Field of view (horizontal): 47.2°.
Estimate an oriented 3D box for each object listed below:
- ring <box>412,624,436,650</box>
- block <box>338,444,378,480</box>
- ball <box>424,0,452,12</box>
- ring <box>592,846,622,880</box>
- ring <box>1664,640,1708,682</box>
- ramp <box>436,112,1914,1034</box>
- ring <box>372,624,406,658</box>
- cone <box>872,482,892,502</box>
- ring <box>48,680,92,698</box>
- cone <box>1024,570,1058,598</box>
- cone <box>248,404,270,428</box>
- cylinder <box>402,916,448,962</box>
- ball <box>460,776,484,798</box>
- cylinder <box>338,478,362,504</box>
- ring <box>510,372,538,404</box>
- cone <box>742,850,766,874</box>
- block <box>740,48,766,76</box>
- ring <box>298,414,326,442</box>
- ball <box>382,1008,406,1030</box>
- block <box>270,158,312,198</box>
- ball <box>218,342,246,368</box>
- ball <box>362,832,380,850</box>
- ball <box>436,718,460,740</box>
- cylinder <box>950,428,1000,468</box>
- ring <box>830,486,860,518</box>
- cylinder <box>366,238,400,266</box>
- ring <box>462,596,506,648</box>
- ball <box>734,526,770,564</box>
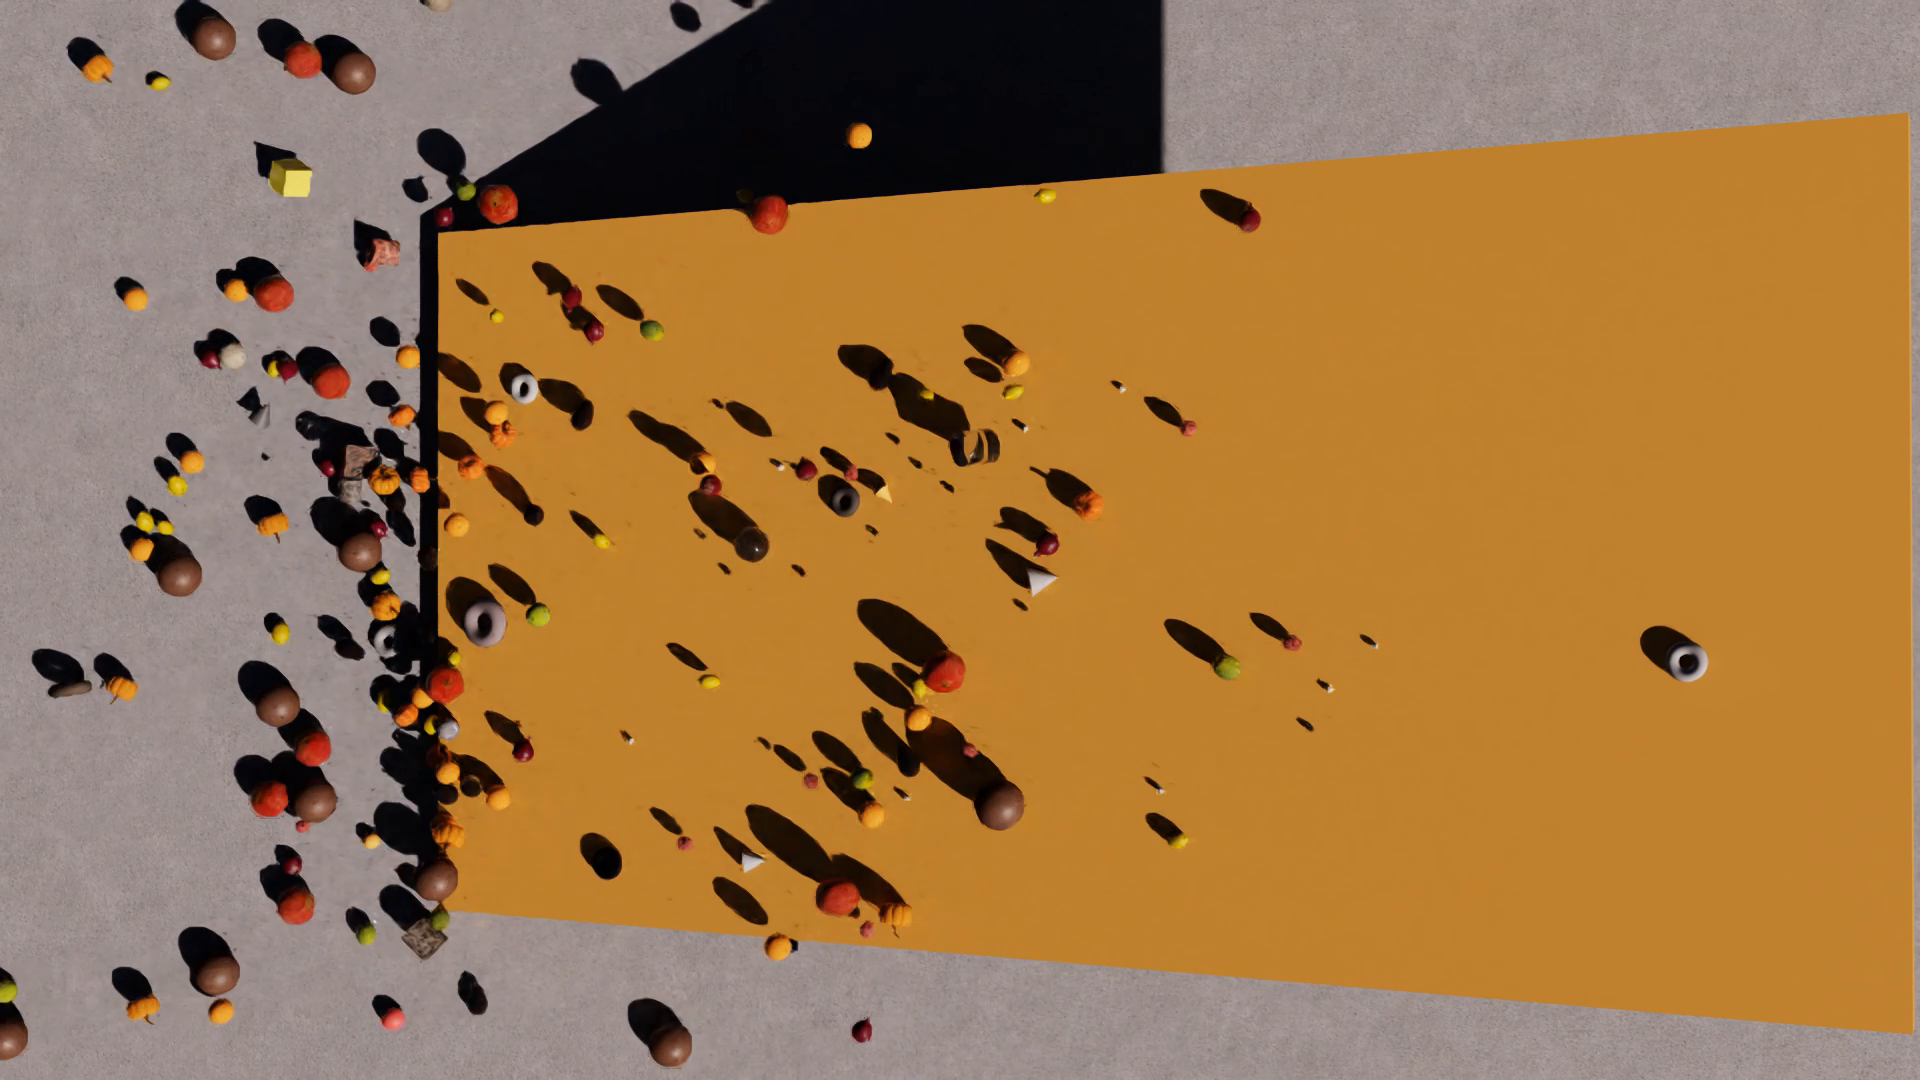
[{"bbox_3d":[-1.584,0.289,6.505,0.079,0.026,0.079,-1,89,25],"label":"ring"},{"bbox_3d":[-1.788,-0.232,6.531,0.094,0.094,0.094,4,90,-28],"label":"block"},{"bbox_3d":[-1.559,-1.620,6.567,0.090,0.090,0.090,0,89,0],"label":"ball"},{"bbox_3d":[-0.996,0.911,6.212,0.098,0.033,0.098,-1,87,25],"label":"ring"},{"bbox_3d":[1.637,0.273,4.957,0.094,0.031,0.094,0,90,27],"label":"ring"},{"bbox_3d":[0.281,0.081,5.682,4.000,0.100,2.000,0,89,26],"label":"ramp"},{"bbox_3d":[-1.704,0.301,6.563,0.103,0.034,0.103,0,89,15],"label":"ring"},{"bbox_3d":[-0.197,-0.118,5.846,0.050,0.050,0.050,-43,86,0],"label":"cone"},{"bbox_3d":[-2.633,0.440,6.507,0.121,0.121,0.040,-8,89,0],"label":"ring"},{"bbox_3d":[0.216,0.101,5.639,0.078,0.078,0.078,-20,89,14],"label":"cone"},{"bbox_3d":[-2.067,-0.380,6.533,0.067,0.067,0.067,35,113,0],"label":"cone"},{"bbox_3d":[-1.580,1.176,6.492,0.094,0.094,0.094,44,90,4],"label":"cylinder"},{"bbox_3d":[-1.422,0.717,6.399,0.066,0.066,0.066,0,89,0],"label":"ball"},{"bbox_3d":[-1.817,-0.146,6.554,0.070,0.070,0.070,2,93,0],"label":"cylinder"},{"bbox_3d":[-1.259,-0.439,6.355,0.093,0.031,0.093,0,91,25],"label":"ring"},{"bbox_3d":[-0.560,0.877,6.006,0.062,0.062,0.062,-4,89,-1],"label":"cone"},{"bbox_3d":[-0.618,-1.430,6.583,0.052,0.052,0.052,-38,89,0],"label":"block"},{"bbox_3d":[-1.940,-0.336,6.584,0.080,0.027,0.080,0,88,0],"label":"ring"},{"bbox_3d":[-1.686,1.425,6.544,0.067,0.067,0.067,0,89,0],"label":"ball"},{"bbox_3d":[-1.989,-1.076,6.533,0.083,0.083,0.083,36,123,33],"label":"block"},{"bbox_3d":[-2.168,-0.551,6.554,0.081,0.081,0.081,0,89,0],"label":"ball"},{"bbox_3d":[-1.755,0.896,6.557,0.051,0.051,0.051,0,89,0],"label":"ball"},{"bbox_3d":[-1.499,0.554,6.438,0.067,0.067,0.067,0,89,0],"label":"ball"},{"bbox_3d":[0.039,-0.238,5.667,0.092,0.092,0.092,-10,89,-33],"label":"cylinder"},{"bbox_3d":[-0.308,-0.104,5.896,0.087,0.029,0.087,0,91,26],"label":"ring"},{"bbox_3d":[-1.718,-0.858,6.545,0.077,0.077,0.077,2,89,-37],"label":"cylinder"},{"bbox_3d":[-1.383,0.239,6.395,0.150,0.050,0.150,2,94,27],"label":"ring"},{"bbox_3d":[-0.566,0.013,5.979,0.099,0.099,0.099,0,89,0],"label":"ball"}]
